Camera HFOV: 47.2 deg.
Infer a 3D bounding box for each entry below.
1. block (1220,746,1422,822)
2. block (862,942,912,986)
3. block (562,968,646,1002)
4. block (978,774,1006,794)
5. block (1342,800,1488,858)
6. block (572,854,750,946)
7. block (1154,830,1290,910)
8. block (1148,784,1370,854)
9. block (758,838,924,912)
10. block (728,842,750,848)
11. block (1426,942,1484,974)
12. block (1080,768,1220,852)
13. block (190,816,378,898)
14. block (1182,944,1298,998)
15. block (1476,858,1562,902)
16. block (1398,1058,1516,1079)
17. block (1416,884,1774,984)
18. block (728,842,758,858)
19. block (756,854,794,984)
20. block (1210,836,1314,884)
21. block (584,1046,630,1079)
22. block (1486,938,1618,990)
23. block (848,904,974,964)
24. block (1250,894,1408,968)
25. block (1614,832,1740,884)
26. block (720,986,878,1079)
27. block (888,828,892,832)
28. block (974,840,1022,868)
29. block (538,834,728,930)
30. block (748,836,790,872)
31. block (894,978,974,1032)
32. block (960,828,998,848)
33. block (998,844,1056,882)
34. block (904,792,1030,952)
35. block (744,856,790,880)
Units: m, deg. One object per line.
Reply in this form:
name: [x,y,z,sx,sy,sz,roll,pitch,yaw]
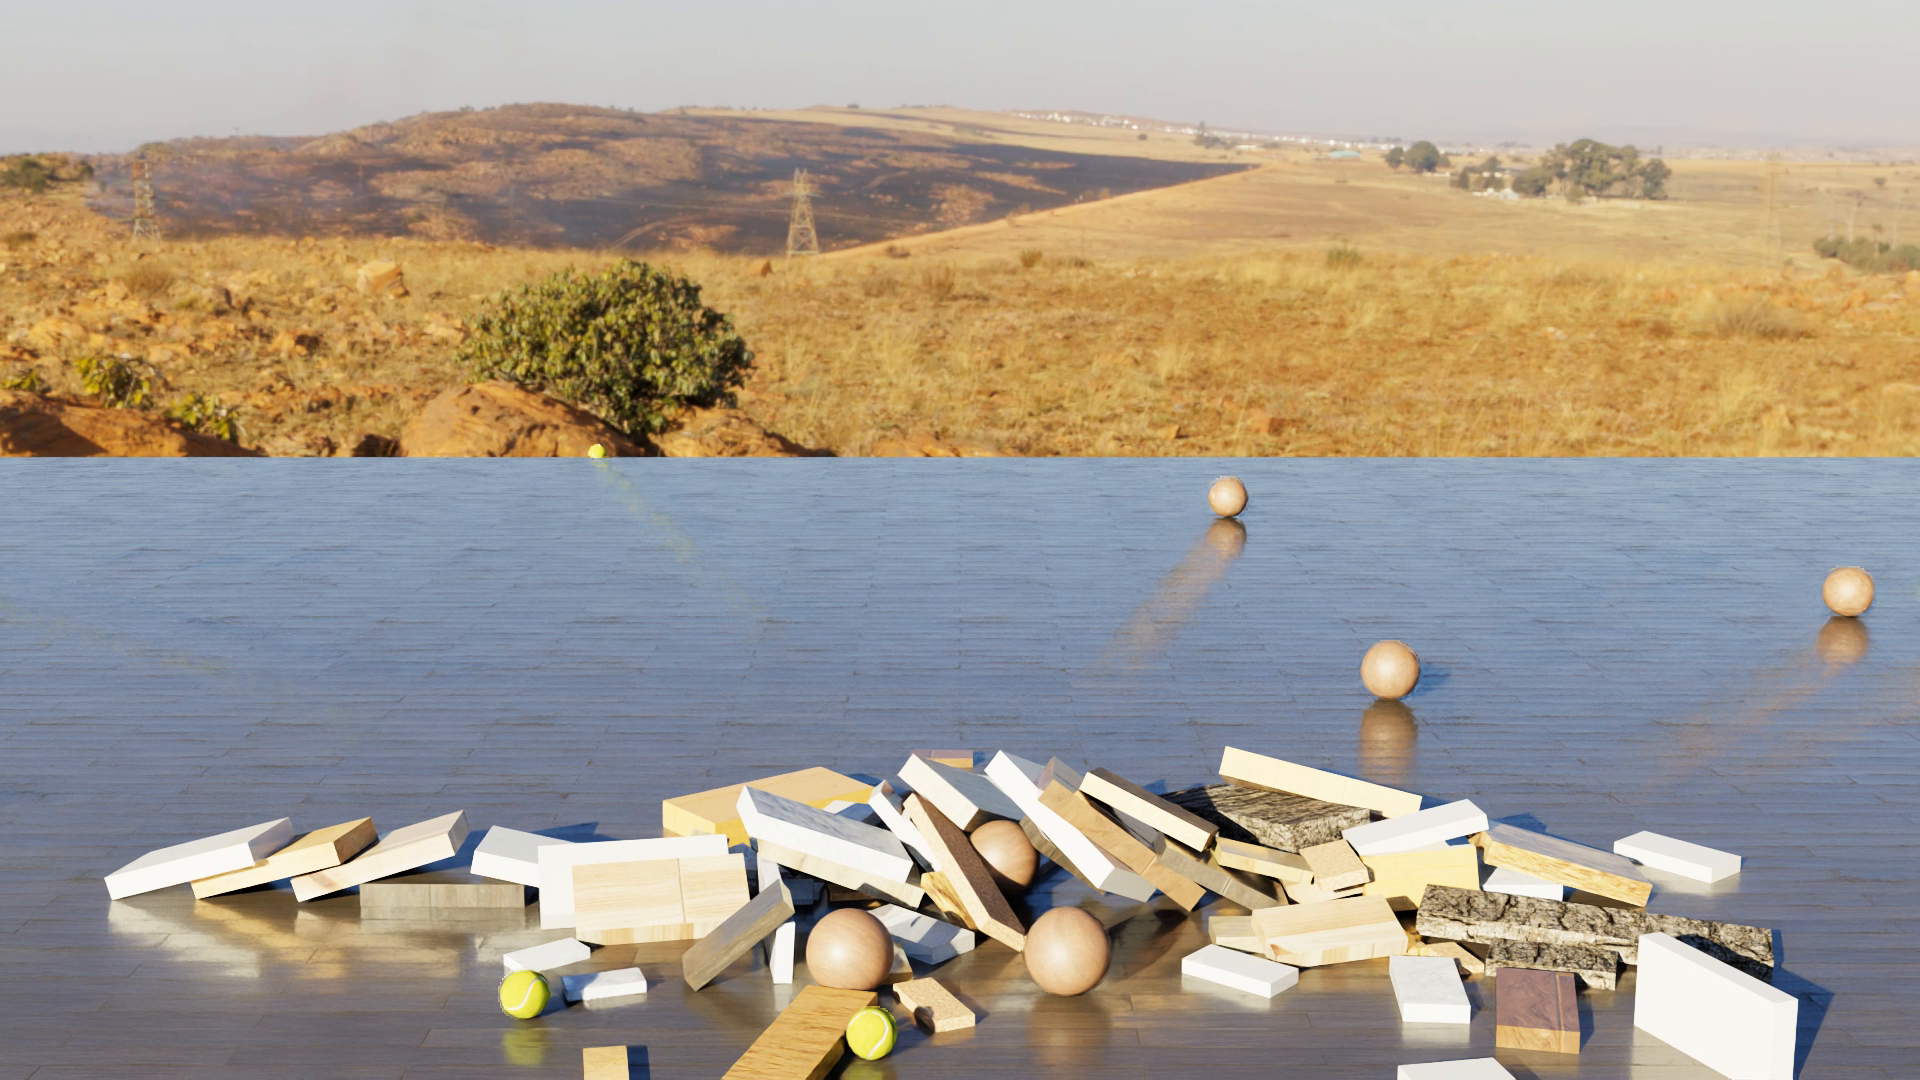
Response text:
block: [0.647,0.448,3.952,0.350,0.050,0.175,14,-9,12]
block: [-0.111,0.643,3.336,0.061,0.017,0.121,-2,11,-10]
block: [-0.528,0.658,3.257,0.116,0.016,0.058,-4,11,-19]
block: [0.033,0.476,4.212,0.184,0.026,0.092,4,11,21]
block: [0.759,0.484,3.671,0.221,0.026,0.092,-14,10,-4]
block: [-0.475,0.571,3.493,0.274,0.039,0.137,-2,40,-12]
block: [0.423,0.543,3.570,0.222,0.031,0.111,27,9,-4]
block: [0.520,0.491,3.901,0.175,0.050,0.416,-6,4,-31]
block: [-0.198,0.527,3.624,0.274,0.039,0.137,21,7,-11]
block: [-0.391,0.550,3.840,0.113,0.016,0.057,-6,12,-31]
block: [0.756,0.640,3.363,0.048,0.014,0.095,-3,11,-15]
block: [0.313,0.442,3.626,0.222,0.031,0.111,26,5,14]
block: [-1.128,0.530,3.673,0.274,0.039,0.137,-15,7,14]
block: [0.420,0.647,3.303,0.156,0.022,0.078,9,14,39]
block: [0.847,0.571,3.665,0.276,0.039,0.138,0,11,0]
block: [0.670,0.734,2.790,0.134,0.038,0.267,-2,11,-11]
block: [0.983,0.609,3.418,0.524,0.038,0.134,5,12,17]
block: [-0.395,0.551,3.782,0.095,0.013,0.047,-16,37,-43]
block: [-0.291,0.585,3.434,0.027,0.094,0.332,2,10,-11]
block: [0.493,0.524,3.598,0.156,0.022,0.078,14,10,-6]
block: [-0.476,0.714,2.959,0.058,0.016,0.116,-2,11,-10]
block: [0.895,0.640,3.326,0.187,0.027,0.094,3,11,18]
block: [-0.077,0.617,3.450,0.187,0.027,0.094,10,14,43]
block: [0.568,0.604,3.387,0.213,0.030,0.107,-5,32,-11]
block: [1.244,0.549,3.816,0.094,0.027,0.187,-9,14,-40]
block: [-0.227,0.701,2.989,0.107,0.030,0.417,3,11,16]
block: [-0.155,0.523,3.981,0.063,0.018,0.126,-10,15,-44]
block: [0.044,0.551,3.832,0.123,0.017,0.062,-10,14,-42]
block: [-0.527,0.553,3.567,0.305,0.039,0.137,-2,45,-12]
block: [-0.328,0.544,3.785,0.013,0.047,0.095,-24,22,-31]
block: [-0.039,0.672,3.181,0.061,0.017,0.152,-5,12,-24]
block: [0.040,0.514,3.911,0.062,0.017,0.123,39,30,31]
block: [0.172,0.540,3.891,0.063,0.018,0.359,5,12,25]
block: [0.008,0.528,3.524,0.092,0.026,0.349,34,10,-34]
block: [-0.347,0.553,3.706,0.057,0.016,0.113,25,7,41]
